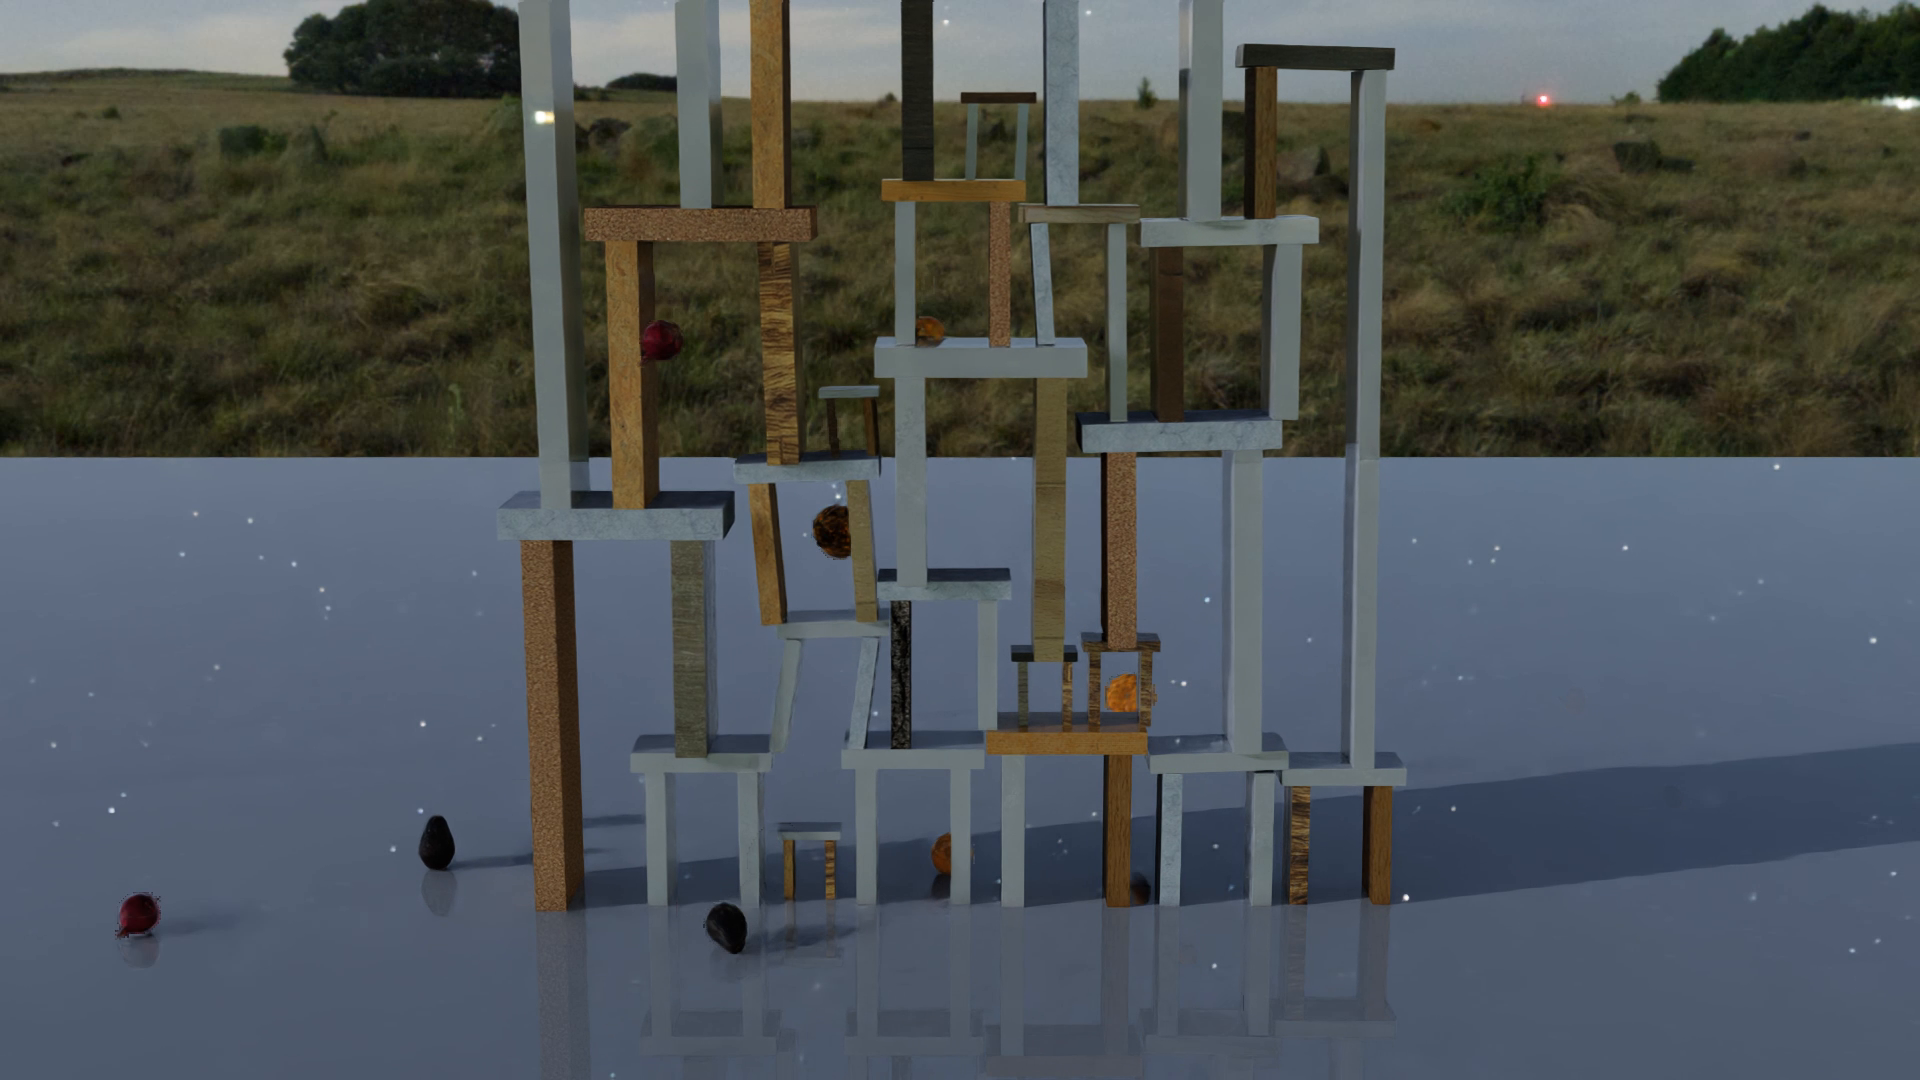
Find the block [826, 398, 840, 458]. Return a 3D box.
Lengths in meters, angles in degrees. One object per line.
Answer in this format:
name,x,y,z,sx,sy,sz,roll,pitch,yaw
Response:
block,-0.205,-0.183,3.527,0.014,0.095,0.048,-5,11,-4

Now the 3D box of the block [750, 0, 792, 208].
block,-0.294,-0.712,3.430,0.048,0.381,0.169,0,11,0

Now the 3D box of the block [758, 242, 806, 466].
block,-0.282,-0.305,3.505,0.049,0.347,0.174,-2,11,0

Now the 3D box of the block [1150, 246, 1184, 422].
block,0.328,-0.332,3.500,0.039,0.275,0.137,-1,11,-1

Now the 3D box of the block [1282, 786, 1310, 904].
block,0.557,0.491,3.648,0.029,0.203,0.101,0,11,1

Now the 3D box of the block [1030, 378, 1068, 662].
block,0.142,-0.044,3.547,0.047,0.455,0.166,0,11,0

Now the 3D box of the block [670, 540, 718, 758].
block,-0.432,0.159,3.590,0.050,0.356,0.178,0,11,0

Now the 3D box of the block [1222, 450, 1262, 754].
block,0.459,0.088,3.583,0.045,0.497,0.158,-1,11,0

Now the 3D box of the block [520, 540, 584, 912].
block,-0.668,0.287,3.617,0.050,0.615,0.178,0,11,0

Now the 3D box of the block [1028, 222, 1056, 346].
block,0.130,-0.408,3.479,0.027,0.189,0.094,-4,11,1

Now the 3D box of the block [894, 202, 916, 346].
block,-0.086,-0.425,3.480,0.032,0.223,0.112,0,11,0

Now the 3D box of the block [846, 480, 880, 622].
block,-0.157,0.008,3.560,0.033,0.229,0.115,-4,11,0

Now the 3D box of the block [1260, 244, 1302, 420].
block,0.511,-0.336,3.502,0.039,0.274,0.137,-1,11,-1

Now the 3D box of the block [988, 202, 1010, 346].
block,0.062,-0.425,3.481,0.032,0.223,0.112,0,11,0

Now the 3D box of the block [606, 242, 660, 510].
block,-0.521,-0.270,3.507,0.049,0.418,0.174,0,11,0

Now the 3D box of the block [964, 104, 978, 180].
block,0.018,-0.623,3.441,0.017,0.117,0.058,2,11,-1

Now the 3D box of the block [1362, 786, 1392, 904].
block,0.692,0.491,3.648,0.029,0.202,0.101,-1,11,0

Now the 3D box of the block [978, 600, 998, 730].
block,0.045,0.193,3.598,0.030,0.215,0.108,0,11,0

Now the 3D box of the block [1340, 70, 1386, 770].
block,0.646,-0.185,3.528,0.033,1.112,0.116,-1,11,-1

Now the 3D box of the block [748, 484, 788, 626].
block,-0.311,0.013,3.562,0.033,0.230,0.115,-5,10,1

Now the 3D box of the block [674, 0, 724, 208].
block,-0.405,-0.689,3.427,0.048,0.336,0.168,0,11,1

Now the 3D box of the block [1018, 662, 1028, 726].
block,0.103,0.246,3.609,0.015,0.107,0.054,-1,11,0

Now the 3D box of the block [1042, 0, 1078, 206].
block,0.156,-0.692,3.424,0.047,0.334,0.167,-1,11,0

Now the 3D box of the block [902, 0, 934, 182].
block,-0.067,-0.731,3.417,0.048,0.338,0.169,0,11,-1

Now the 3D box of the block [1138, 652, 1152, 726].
block,0.303,0.237,3.606,0.018,0.125,0.063,0,11,0

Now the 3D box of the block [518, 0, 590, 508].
block,-0.639,-0.459,3.470,0.048,0.803,0.168,-1,11,1

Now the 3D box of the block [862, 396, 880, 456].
block,-0.142,-0.185,3.525,0.014,0.095,0.048,-3,10,7

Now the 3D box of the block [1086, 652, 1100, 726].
block,0.219,0.237,3.606,0.018,0.125,0.063,0,11,0

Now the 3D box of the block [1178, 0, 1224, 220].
block,0.375,-0.683,3.435,0.047,0.359,0.167,-1,11,-1

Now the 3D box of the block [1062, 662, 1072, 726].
block,0.175,0.246,3.609,0.015,0.107,0.054,0,11,0

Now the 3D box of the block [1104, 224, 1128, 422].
block,0.247,-0.348,3.495,0.027,0.311,0.095,-1,11,-1

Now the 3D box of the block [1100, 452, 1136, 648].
block,0.256,0.004,3.560,0.045,0.315,0.158,-1,11,0

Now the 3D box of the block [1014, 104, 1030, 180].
block,0.096,-0.623,3.441,0.017,0.117,0.059,3,11,-1

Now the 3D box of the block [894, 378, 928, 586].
block,-0.077,-0.105,3.534,0.047,0.332,0.166,0,11,0

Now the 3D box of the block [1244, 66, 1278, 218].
block,0.471,-0.623,3.452,0.033,0.231,0.116,-1,11,-1
